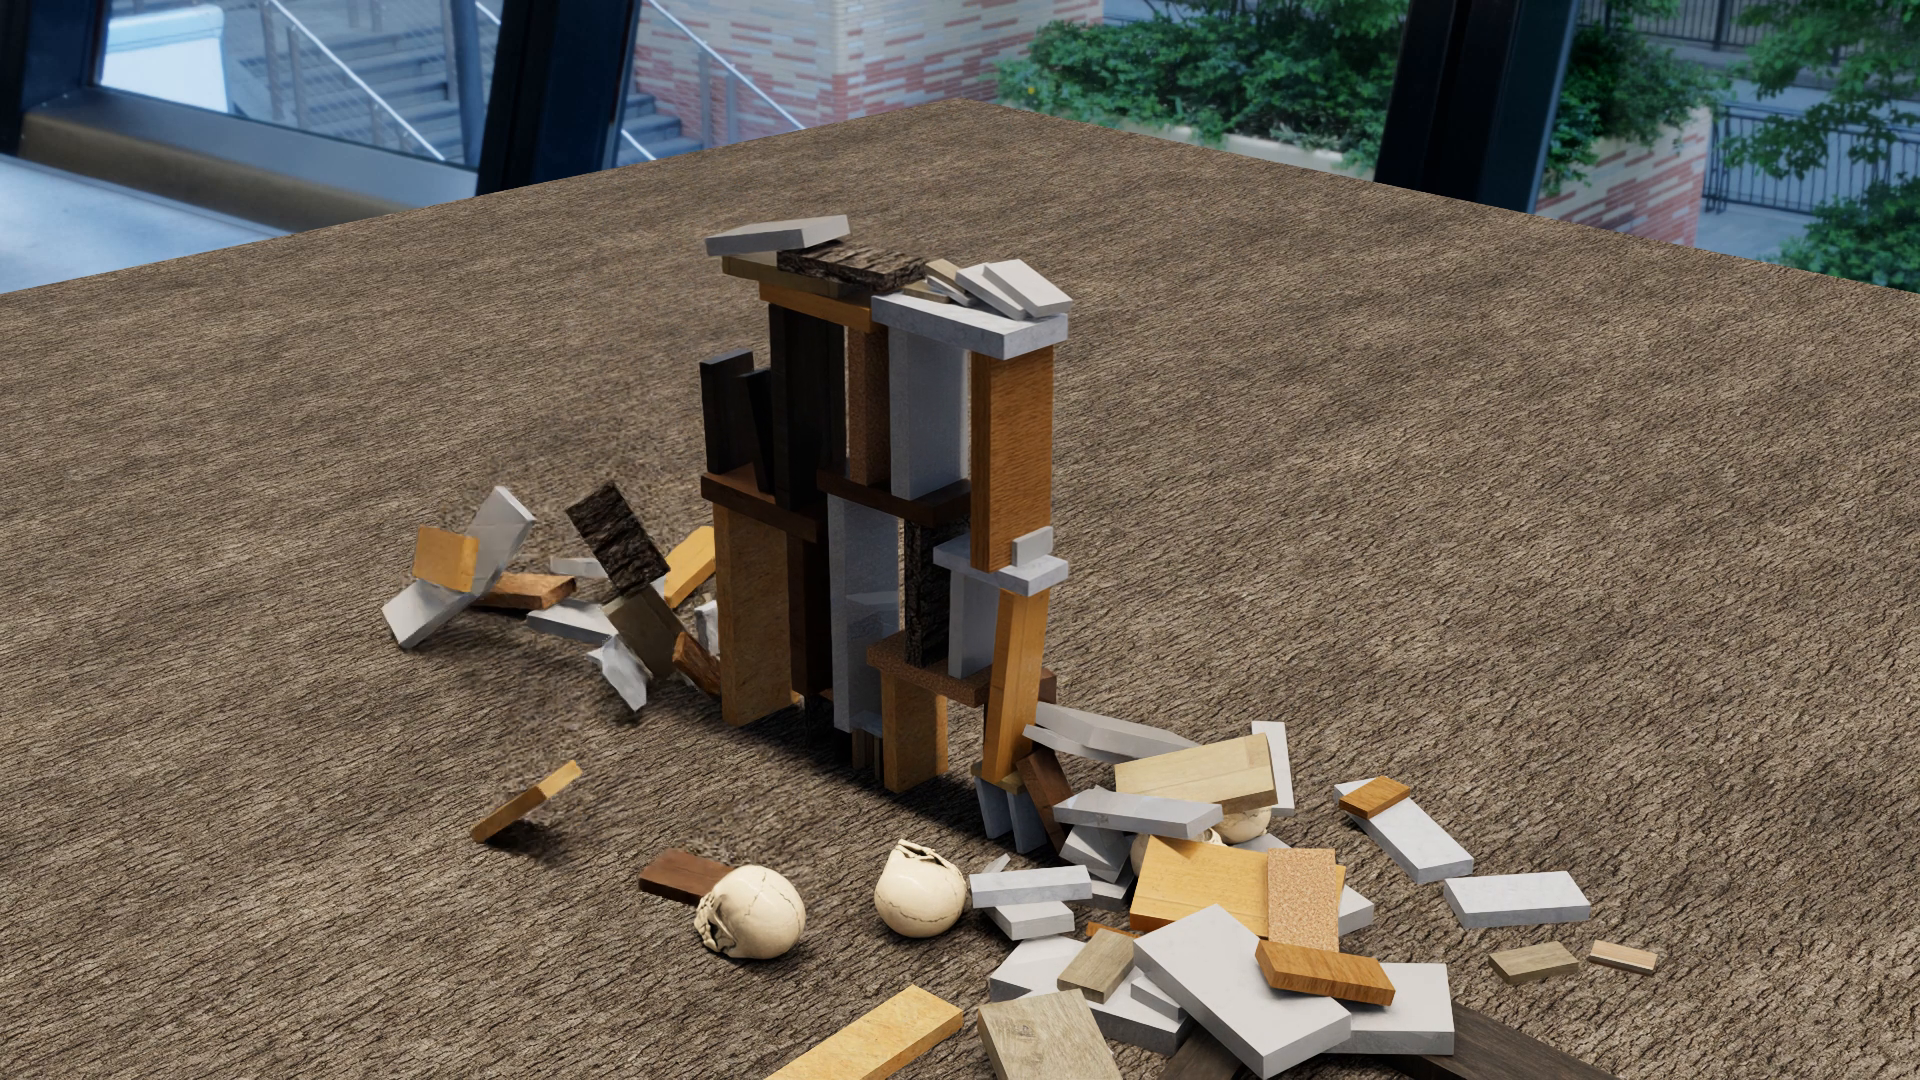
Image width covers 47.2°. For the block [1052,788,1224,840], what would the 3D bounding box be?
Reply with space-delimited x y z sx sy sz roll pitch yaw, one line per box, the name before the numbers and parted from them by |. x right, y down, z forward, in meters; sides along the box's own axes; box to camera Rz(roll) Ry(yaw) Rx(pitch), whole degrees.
block | 0.331 0.513 4.132 0.327 0.030 0.106 1 15 45

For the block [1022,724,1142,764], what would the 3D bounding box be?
block | 0.283 0.426 4.419 0.081 0.023 0.473 22 1 35

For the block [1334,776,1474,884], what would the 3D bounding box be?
block | 0.876 0.572 4.368 0.120 0.034 0.343 -8 24 -17

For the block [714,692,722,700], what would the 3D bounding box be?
block | -0.496 0.289 4.918 0.022 0.152 0.076 45 26 -6

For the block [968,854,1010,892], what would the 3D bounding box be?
block | 0.055 0.638 4.200 0.050 0.014 0.101 -36 3 33

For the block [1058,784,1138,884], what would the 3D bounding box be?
block | 0.280 0.567 4.253 0.117 0.033 0.234 26 28 7

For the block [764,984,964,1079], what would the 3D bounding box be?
block | -0.199 0.878 3.649 0.117 0.033 0.484 19 29 38

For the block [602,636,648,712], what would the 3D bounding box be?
block | -0.742 0.294 4.873 0.033 0.116 0.231 -37 15 2

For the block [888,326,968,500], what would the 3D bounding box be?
block | -0.059 -0.262 4.198 0.048 0.339 0.170 18 29 37

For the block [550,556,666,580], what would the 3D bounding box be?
block | -0.852 0.068 5.339 0.129 0.036 0.257 7 3 40

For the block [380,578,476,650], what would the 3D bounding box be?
block | -1.229 0.132 5.176 0.257 0.036 0.128 -37 53 -2

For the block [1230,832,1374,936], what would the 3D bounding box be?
block | 0.621 0.658 4.154 0.151 0.043 0.302 -14 27 -29

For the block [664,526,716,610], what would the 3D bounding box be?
block | -0.689 0.068 5.538 0.128 0.036 0.458 2 22 19

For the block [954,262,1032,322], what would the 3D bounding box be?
block | 0.076 -0.453 4.009 0.163 0.023 0.081 35 39 31

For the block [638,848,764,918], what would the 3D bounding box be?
block | -0.493 0.651 4.179 0.212 0.030 0.106 11 29 25

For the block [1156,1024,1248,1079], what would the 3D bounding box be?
block | 0.418 0.872 3.667 0.106 0.030 0.211 12 26 27

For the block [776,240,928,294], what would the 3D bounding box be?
block | -0.205 -0.525 4.189 0.264 0.037 0.132 16 28 34

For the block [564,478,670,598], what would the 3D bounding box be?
block | -0.749 -0.002 4.811 0.118 0.237 0.034 -32 17 -1

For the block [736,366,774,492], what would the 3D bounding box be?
block | -0.384 -0.233 4.542 0.034 0.242 0.121 3 19 45

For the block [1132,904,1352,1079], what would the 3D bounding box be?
block | 0.469 0.753 3.698 0.179 0.051 0.364 -18 31 -25

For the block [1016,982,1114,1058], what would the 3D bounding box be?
block | 0.169 0.830 3.706 0.089 0.025 0.178 -19 44 -29

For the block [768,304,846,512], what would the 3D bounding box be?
block | -0.304 -0.282 4.422 0.045 0.427 0.157 21 31 40

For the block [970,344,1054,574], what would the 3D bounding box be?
block | 0.096 -0.162 4.070 0.048 0.424 0.170 21 30 39

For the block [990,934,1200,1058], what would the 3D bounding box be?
block | 0.247 0.787 3.842 0.349 0.049 0.175 12 26 26

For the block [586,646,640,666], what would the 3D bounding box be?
block | -0.803 0.277 5.087 0.116 0.016 0.058 18 29 37

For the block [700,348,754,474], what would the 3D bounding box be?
block | -0.484 -0.271 4.631 0.034 0.242 0.121 16 28 37

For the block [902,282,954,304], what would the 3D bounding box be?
block | -0.051 -0.460 4.088 0.102 0.014 0.051 17 28 34

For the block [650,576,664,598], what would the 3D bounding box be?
block | -0.742 0.131 5.299 0.058 0.116 0.016 -2 8 -10

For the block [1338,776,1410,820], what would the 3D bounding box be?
block | 0.835 0.518 4.427 0.141 0.020 0.071 -20 30 -39

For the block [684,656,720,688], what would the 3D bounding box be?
block | -0.547 0.280 4.966 0.152 0.022 0.076 -28 8 30

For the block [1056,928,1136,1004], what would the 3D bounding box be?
block | 0.248 0.744 3.847 0.089 0.025 0.178 12 26 26

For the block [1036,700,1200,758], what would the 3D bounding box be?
block | 0.345 0.404 4.483 0.151 0.043 0.460 22 3 41

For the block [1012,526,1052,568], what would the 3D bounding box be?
block | 0.136 0.012 4.138 0.014 0.050 0.101 20 30 39

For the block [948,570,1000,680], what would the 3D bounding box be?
block | 0.030 0.143 4.281 0.033 0.236 0.118 21 30 36

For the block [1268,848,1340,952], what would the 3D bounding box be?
block | 0.604 0.651 3.879 0.120 0.034 0.239 0 45 7

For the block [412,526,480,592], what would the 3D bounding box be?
block | -1.170 0.041 4.988 0.034 0.118 0.432 10 -1 -27

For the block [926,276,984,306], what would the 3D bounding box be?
block | -0.007 -0.463 4.059 0.102 0.014 0.051 34 37 30

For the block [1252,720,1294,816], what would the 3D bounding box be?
block | 0.654 0.476 4.612 0.071 0.020 0.374 2 23 4

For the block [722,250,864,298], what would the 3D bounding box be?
block | -0.311 -0.529 4.295 0.291 0.037 0.132 16 28 33

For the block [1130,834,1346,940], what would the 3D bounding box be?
block | 0.501 0.644 3.960 0.358 0.051 0.179 8 47 15

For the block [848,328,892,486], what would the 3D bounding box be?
block | -0.145 -0.278 4.268 0.045 0.315 0.158 19 30 37

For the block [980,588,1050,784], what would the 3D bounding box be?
block | 0.107 0.264 4.229 0.033 0.418 0.118 23 32 32

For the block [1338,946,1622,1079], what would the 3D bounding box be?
block | 0.926 0.890 3.600 0.866 0.049 0.175 21 30 40

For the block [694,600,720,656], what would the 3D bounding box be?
block | -0.523 0.182 5.180 0.033 0.116 0.231 12 25 39
